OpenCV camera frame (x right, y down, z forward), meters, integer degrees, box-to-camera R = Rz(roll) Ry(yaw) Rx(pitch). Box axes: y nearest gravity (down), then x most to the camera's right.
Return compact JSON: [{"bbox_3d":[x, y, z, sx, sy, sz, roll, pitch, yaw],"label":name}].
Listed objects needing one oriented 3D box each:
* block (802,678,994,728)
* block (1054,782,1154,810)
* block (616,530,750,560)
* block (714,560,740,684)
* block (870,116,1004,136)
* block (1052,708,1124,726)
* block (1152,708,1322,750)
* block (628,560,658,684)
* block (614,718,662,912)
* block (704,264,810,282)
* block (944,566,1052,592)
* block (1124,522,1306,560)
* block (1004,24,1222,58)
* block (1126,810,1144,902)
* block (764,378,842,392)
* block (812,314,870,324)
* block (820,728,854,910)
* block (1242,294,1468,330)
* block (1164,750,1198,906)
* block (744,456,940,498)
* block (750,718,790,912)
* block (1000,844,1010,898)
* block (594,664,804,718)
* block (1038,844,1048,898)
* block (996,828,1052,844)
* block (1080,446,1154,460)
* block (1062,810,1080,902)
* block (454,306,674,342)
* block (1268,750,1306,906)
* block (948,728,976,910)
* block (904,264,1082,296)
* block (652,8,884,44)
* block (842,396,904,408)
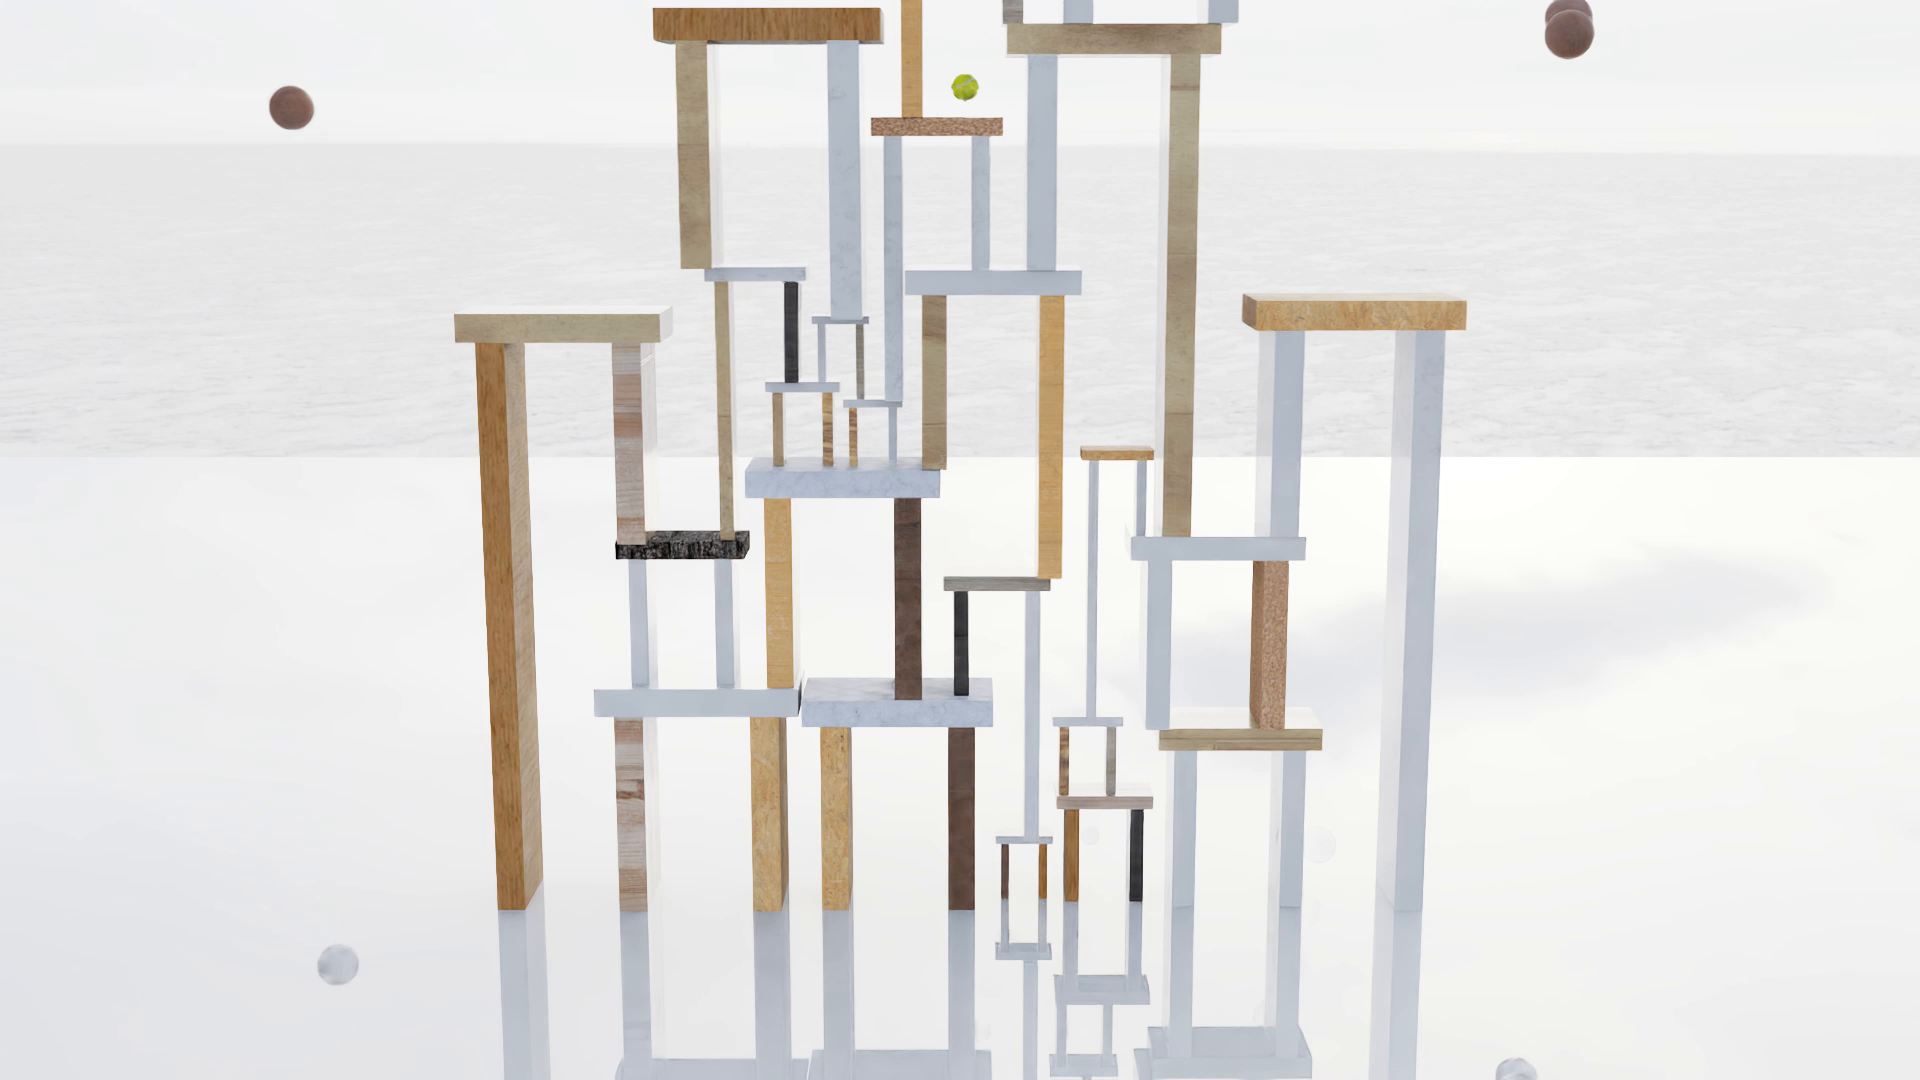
[{"bbox_3d":[-0.100,0.265,3.607,0.309,0.044,0.154,0,11,0],"label":"block"},{"bbox_3d":[0.238,0.423,3.639,0.158,0.022,0.079,0,11,0],"label":"block"},{"bbox_3d":[-0.447,0.008,3.558,0.205,0.029,0.103,0,11,0],"label":"block"},{"bbox_3d":[-0.379,0.123,3.579,0.029,0.205,0.103,0,11,0],"label":"block"},{"bbox_3d":[-0.036,-0.646,3.438,0.204,0.029,0.102,0,10,0],"label":"block"},{"bbox_3d":[0.209,0.291,3.612,0.115,0.016,0.058,0,11,0],"label":"block"},{"bbox_3d":[0.454,0.311,3.621,0.265,0.037,0.132,0,11,0],"label":"block"},{"bbox_3d":[-0.515,0.123,3.579,0.029,0.205,0.103,0,11,0],"label":"block"},{"bbox_3d":[-0.532,0.430,3.636,0.046,0.327,0.163,0,11,0],"label":"block"},{"bbox_3d":[-0.321,-0.423,3.477,0.159,0.023,0.080,0,10,0],"label":"block"},{"bbox_3d":[0.060,0.062,3.567,0.173,0.024,0.086,0,11,0],"label":"block"},{"bbox_3d":[0.410,0.001,3.555,0.278,0.039,0.139,0,11,0],"label":"block"},{"bbox_3d":[0.235,-0.776,3.420,0.327,0.046,0.163,0,11,0],"label":"block"},{"bbox_3d":[0.290,0.512,3.655,0.022,0.158,0.079,0,11,0],"label":"block"},{"bbox_3d":[-0.250,-0.248,3.517,0.119,0.017,0.059,0,11,0],"label":"block"},{"bbox_3d":[-0.189,-0.351,3.494,0.091,0.013,0.045,0,11,0],"label":"block"},{"bbox_3d":[-0.203,0.439,3.639,0.044,0.309,0.154,0,11,0],"label":"block"},{"bbox_3d":[0.622,-0.363,3.489,0.327,0.046,0.163,0,11,-1],"label":"block"},{"bbox_3d":[0.366,0.459,3.649,0.037,0.265,0.132,0,11,0],"label":"block"},{"bbox_3d":[-0.186,-0.101,3.543,0.308,0.044,0.154,0,11,0],"label":"block"},{"bbox_3d":[-0.314,0.430,3.636,0.046,0.327,0.163,0,11,0],"label":"block"},{"bbox_3d":[0.075,0.544,3.659,0.013,0.095,0.047,0,11,0],"label":"block"},{"bbox_3d":[-0.423,0.247,3.602,0.327,0.046,0.163,0,11,0],"label":"block"},{"bbox_3d":[0.138,0.544,3.659,0.013,0.095,0.047,0,11,0],"label":"block"},{"bbox_3d":[0.106,0.491,3.650,0.095,0.013,0.047,0,11,0],"label":"block"},{"bbox_3d":[0.252,-0.140,3.529,0.115,0.016,0.058,0,11,0],"label":"block"},{"bbox_3d":[0.185,0.512,3.655,0.022,0.158,0.079,0,11,0],"label":"block"},{"bbox_3d":[-0.626,-0.344,3.497,0.320,0.045,0.160,0,11,0],"label":"block"},{"bbox_3d":[0.542,0.459,3.649,0.037,0.265,0.132,0,11,0],"label":"block"},{"bbox_3d":[0.002,0.439,3.639,0.044,0.309,0.154,0,11,0],"label":"block"},{"bbox_3d":[0.052,-0.412,3.484,0.275,0.039,0.138,0,11,0],"label":"block"},{"bbox_3d":[-0.292,-0.796,3.407,0.344,0.049,0.172,0,10,0],"label":"block"},{"bbox_3d":[-0.139,-0.221,3.514,0.094,0.013,0.047,0,10,0],"label":"block"}]
